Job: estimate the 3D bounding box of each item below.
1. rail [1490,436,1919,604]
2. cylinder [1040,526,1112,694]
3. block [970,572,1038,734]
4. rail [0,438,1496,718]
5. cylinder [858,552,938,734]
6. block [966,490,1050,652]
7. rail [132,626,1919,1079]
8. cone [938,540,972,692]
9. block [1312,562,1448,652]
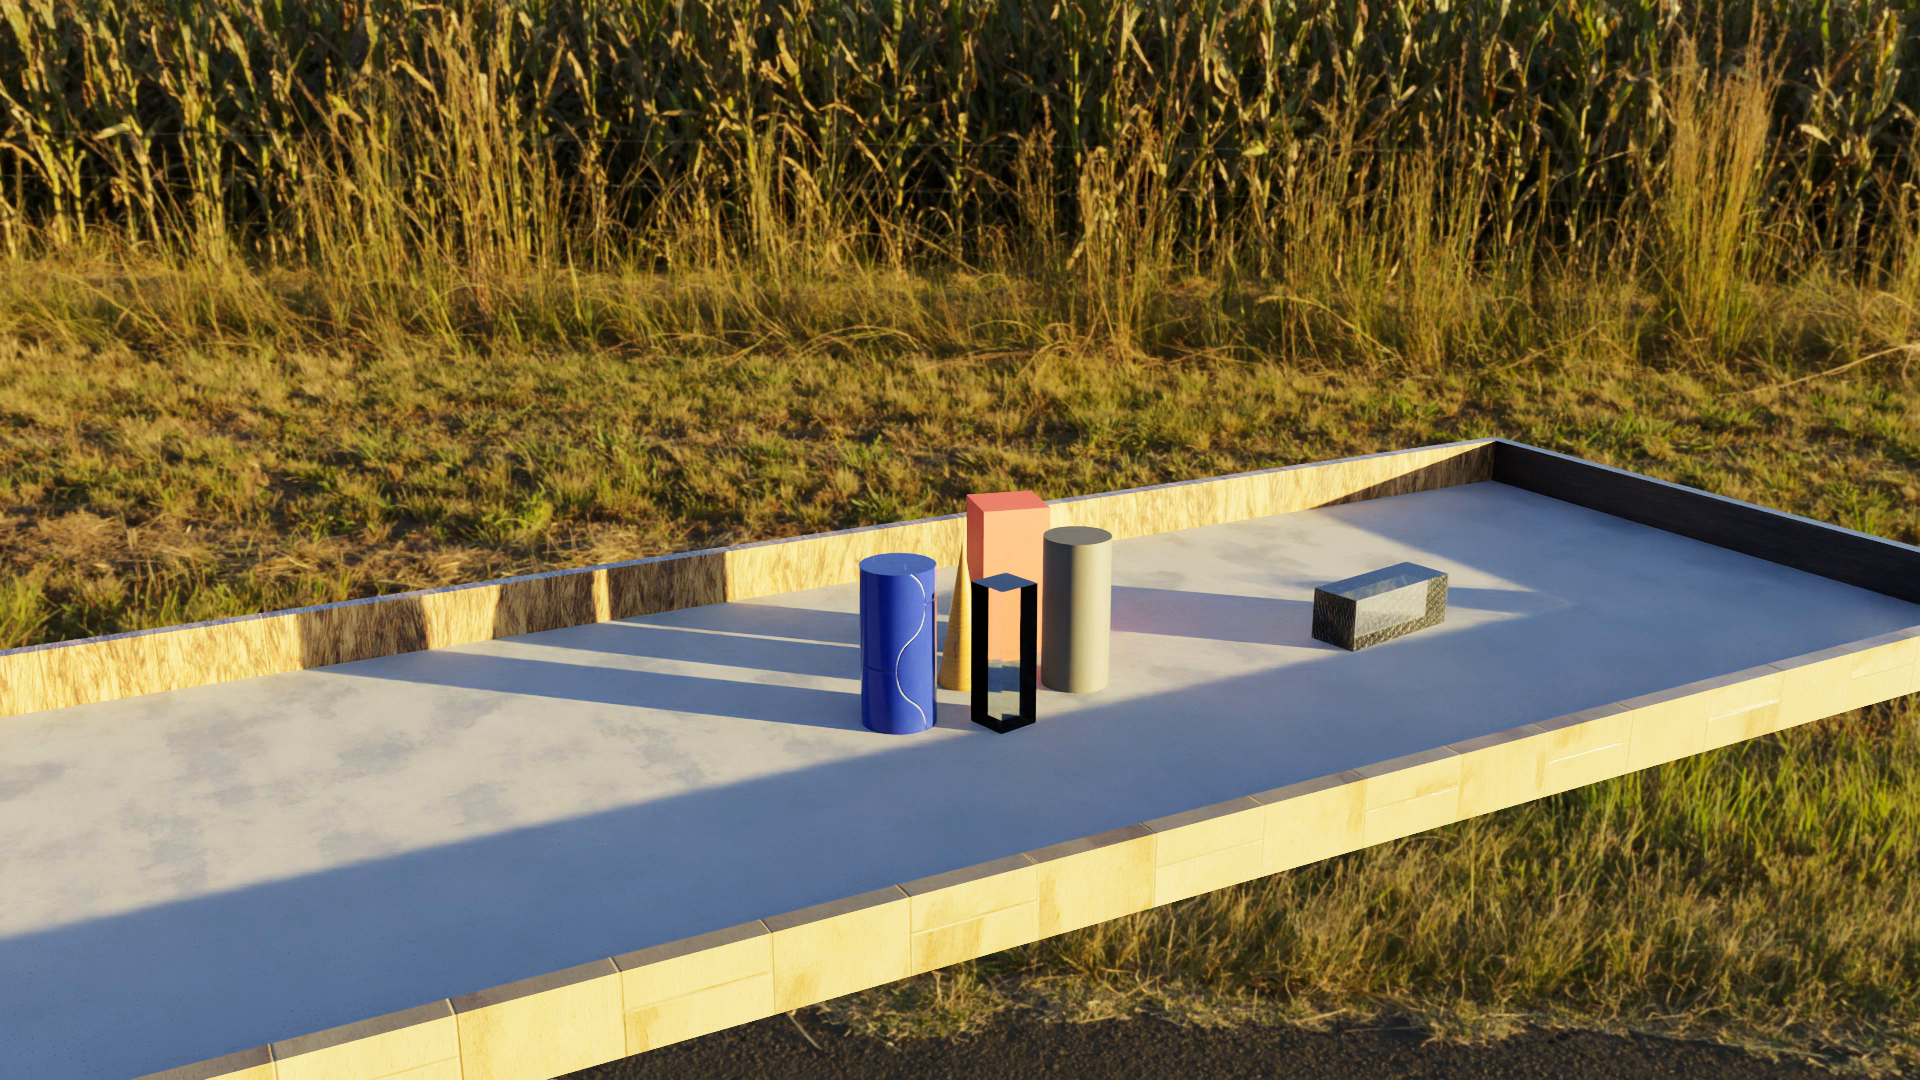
[{"bbox_3d":[2.466,-0.048,5.253,0.050,0.150,2.100,-9,18,-27],"label":"rail"},{"bbox_3d":[0.288,0.171,4.096,0.170,0.381,0.170,0,16,0],"label":"cylinder"},{"bbox_3d":[0.102,0.263,3.848,0.109,0.345,0.109,-13,21,-38],"label":"block"},{"bbox_3d":[-3.305,0.497,3.399,12.000,0.150,0.050,-9,18,-27],"label":"rail"},{"bbox_3d":[-0.144,0.241,3.850,0.179,0.387,0.179,0,16,0],"label":"cylinder"},{"bbox_3d":[0.125,0.087,4.364,0.178,0.393,0.178,-4,17,-14],"label":"block"},{"bbox_3d":[-2.336,1.006,1.665,12.000,0.150,0.050,-9,18,-27],"label":"rail"},{"bbox_3d":[0.007,0.176,4.088,0.127,0.376,0.127,0,16,0],"label":"cone"},{"bbox_3d":[1.147,0.178,4.497,0.389,0.142,0.142,-12,20,-36],"label":"block"}]
